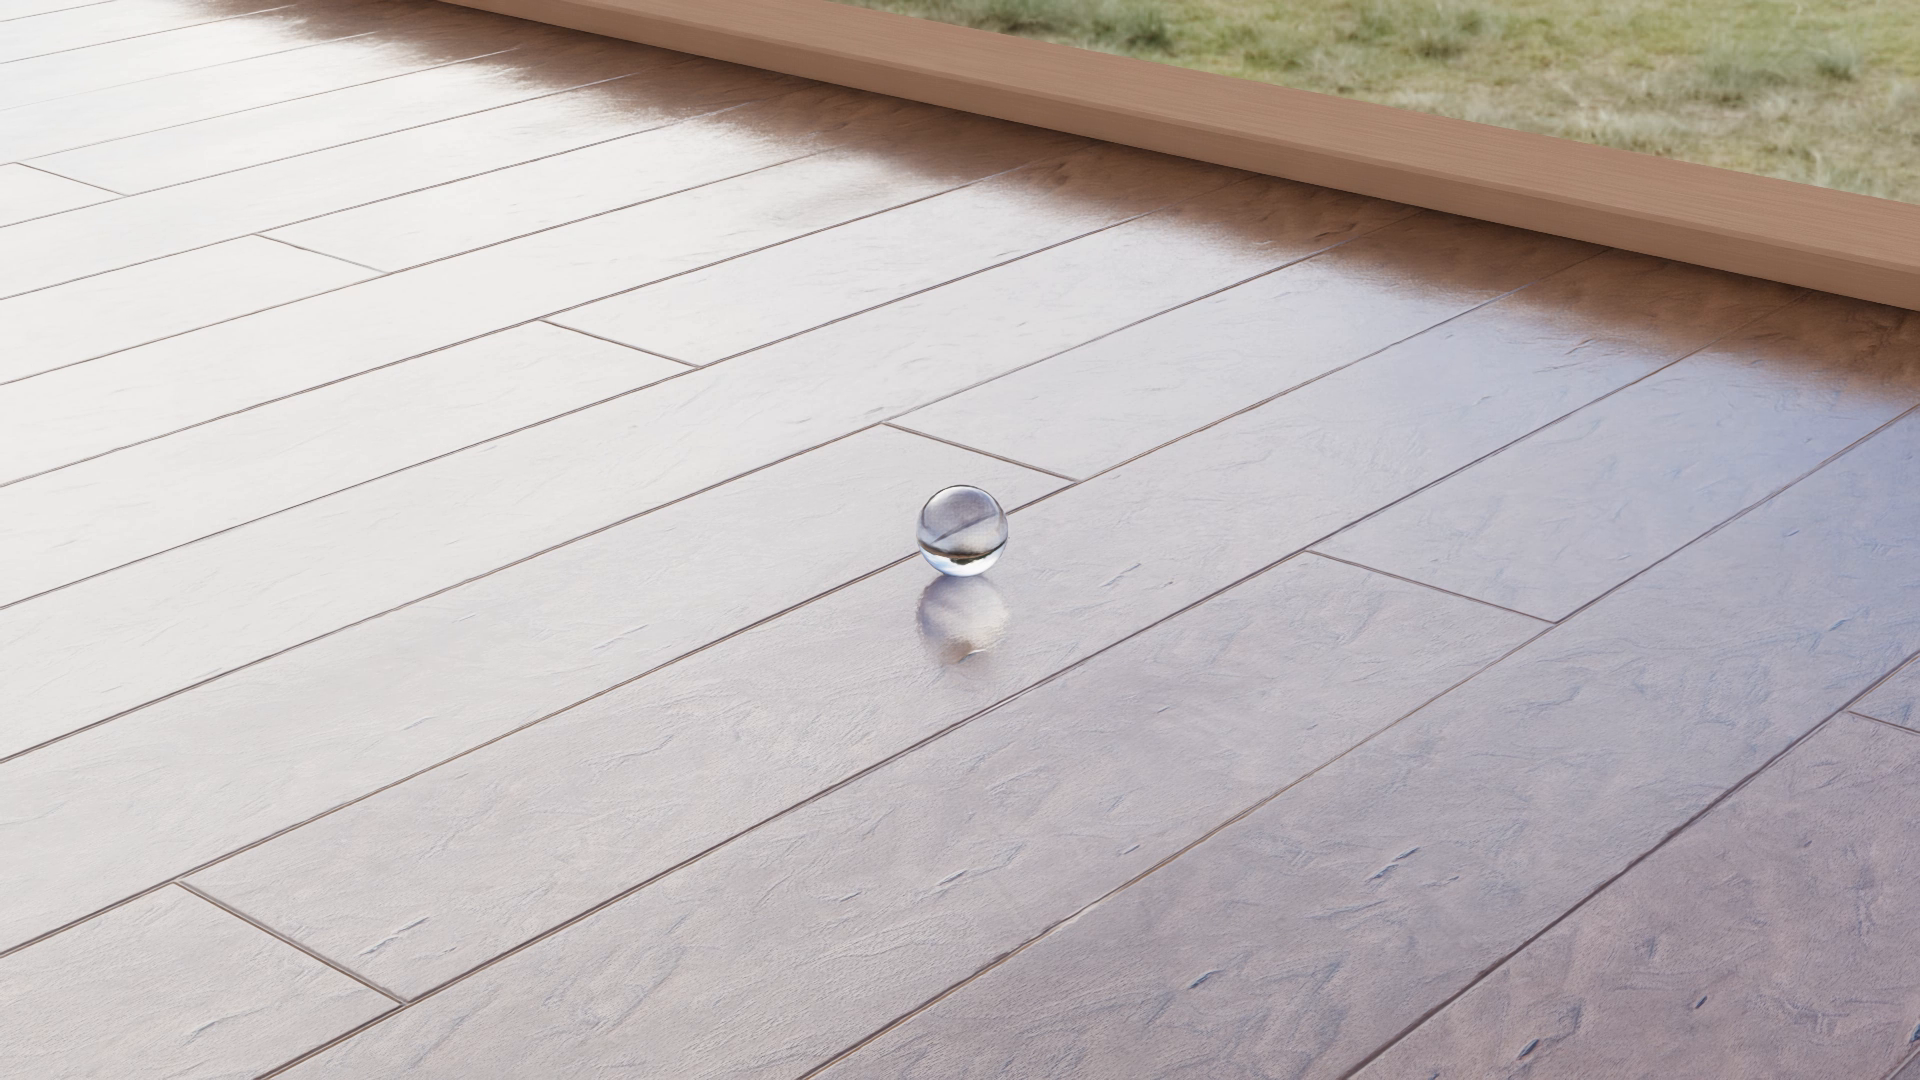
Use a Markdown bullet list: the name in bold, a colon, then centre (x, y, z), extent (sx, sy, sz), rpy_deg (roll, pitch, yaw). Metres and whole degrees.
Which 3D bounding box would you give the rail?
- **rail**: centre (-0.043, -0.646, 4.017), extent (4.408, 0.114, 0.045), rpy_deg (18, 28, 37)

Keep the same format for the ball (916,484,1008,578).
- **ball**: centre (0.002, -0.008, 2.506), extent (0.079, 0.079, 0.079), rpy_deg (0, 22, 0)
